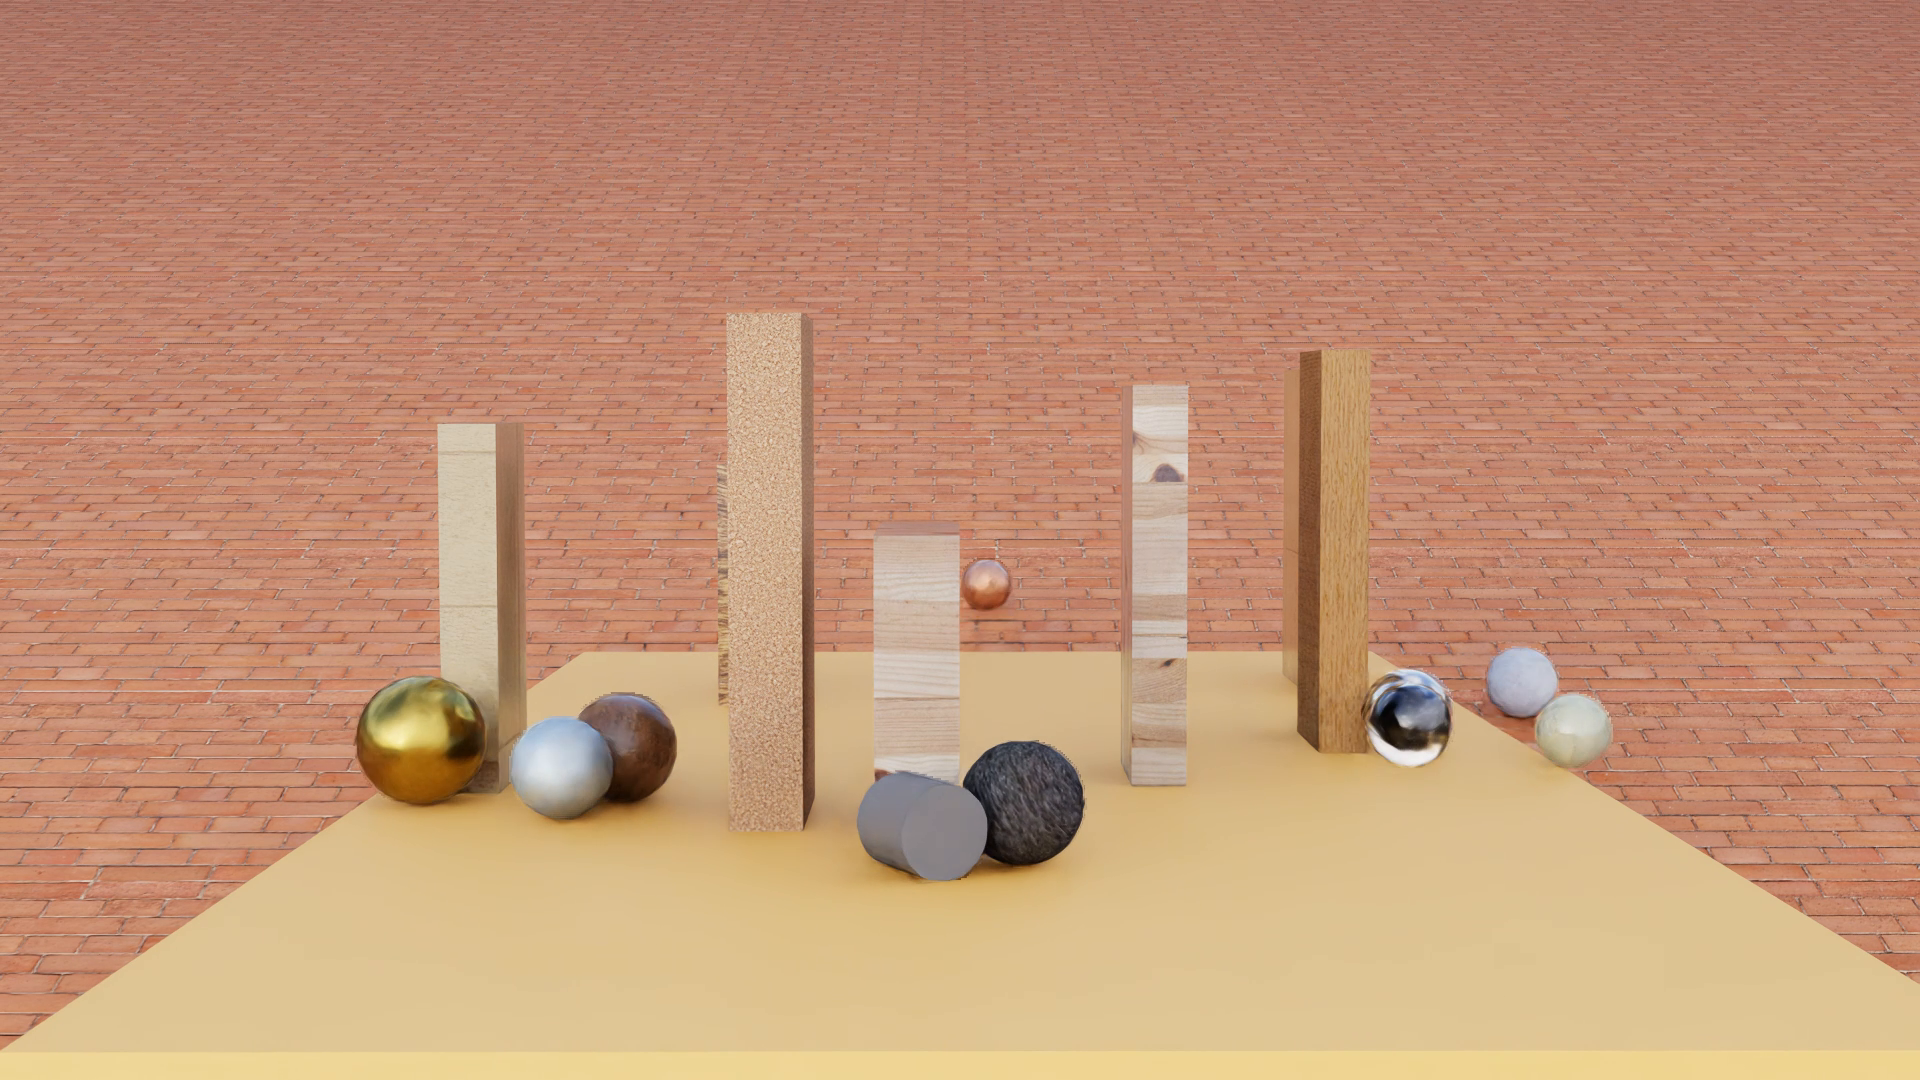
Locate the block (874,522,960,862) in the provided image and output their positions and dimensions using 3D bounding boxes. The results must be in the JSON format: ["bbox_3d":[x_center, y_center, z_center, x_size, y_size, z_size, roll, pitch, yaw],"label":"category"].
[{"bbox_3d":[-0.060,0.210,3.751,0.119,0.453,0.388,0,3,0],"label":"block"}]

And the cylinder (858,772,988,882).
[{"bbox_3d":[-0.051,0.387,3.473,0.130,0.130,0.130,-12,8,-28],"label":"cylinder"}]

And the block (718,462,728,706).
[{"bbox_3d":[-0.456,0.084,5.575,0.100,0.504,0.427,0,3,0],"label":"block"}]

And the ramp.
[{"bbox_3d":[0.049,0.444,4.532,2.000,0.100,4.000,0,3,0],"label":"ramp"}]

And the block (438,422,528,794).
[{"bbox_3d":[-0.797,0.105,4.306,0.093,0.601,0.277,0,3,0],"label":"block"}]

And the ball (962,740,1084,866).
[{"bbox_3d":[0.085,0.362,3.540,0.172,0.172,0.172,0,21,0],"label":"ball"}]

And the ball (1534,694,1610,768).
[{"bbox_3d":[1.066,0.333,4.473,0.129,0.129,0.129,0,21,0],"label":"ball"}]

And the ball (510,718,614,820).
[{"bbox_3d":[-0.609,0.349,3.932,0.155,0.155,0.155,0,21,0],"label":"ball"}]

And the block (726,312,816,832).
[{"bbox_3d":[-0.288,0.040,3.962,0.109,0.768,0.328,0,3,0],"label":"block"}]

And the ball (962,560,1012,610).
[{"bbox_3d":[0.072,0.123,7.016,0.138,0.138,0.138,0,21,0],"label":"ball"}]

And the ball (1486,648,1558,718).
[{"bbox_3d":[1.391,0.353,6.369,0.173,0.173,0.173,0,21,0],"label":"ball"}]

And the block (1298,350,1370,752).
[{"bbox_3d":[0.695,0.014,4.790,0.088,0.729,0.294,0,3,0],"label":"block"}]

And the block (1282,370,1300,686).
[{"bbox_3d":[0.796,-0.028,5.765,0.087,0.706,0.432,0,3,0],"label":"block"}]

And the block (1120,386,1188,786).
[{"bbox_3d":[0.329,0.069,4.377,0.091,0.664,0.280,0,3,0],"label":"block"}]

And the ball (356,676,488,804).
[{"bbox_3d":[-0.854,0.317,4.075,0.205,0.205,0.205,0,21,0],"label":"ball"}]

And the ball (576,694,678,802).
[{"bbox_3d":[-0.537,0.331,4.094,0.173,0.173,0.173,0,21,0],"label":"ball"}]

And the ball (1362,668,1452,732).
[{"bbox_3d":[0.801,0.309,4.603,0.159,0.159,0.159,0,21,0],"label":"ball"}]

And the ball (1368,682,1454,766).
[{"bbox_3d":[0.780,0.320,4.452,0.147,0.147,0.147,0,21,0],"label":"ball"}]
